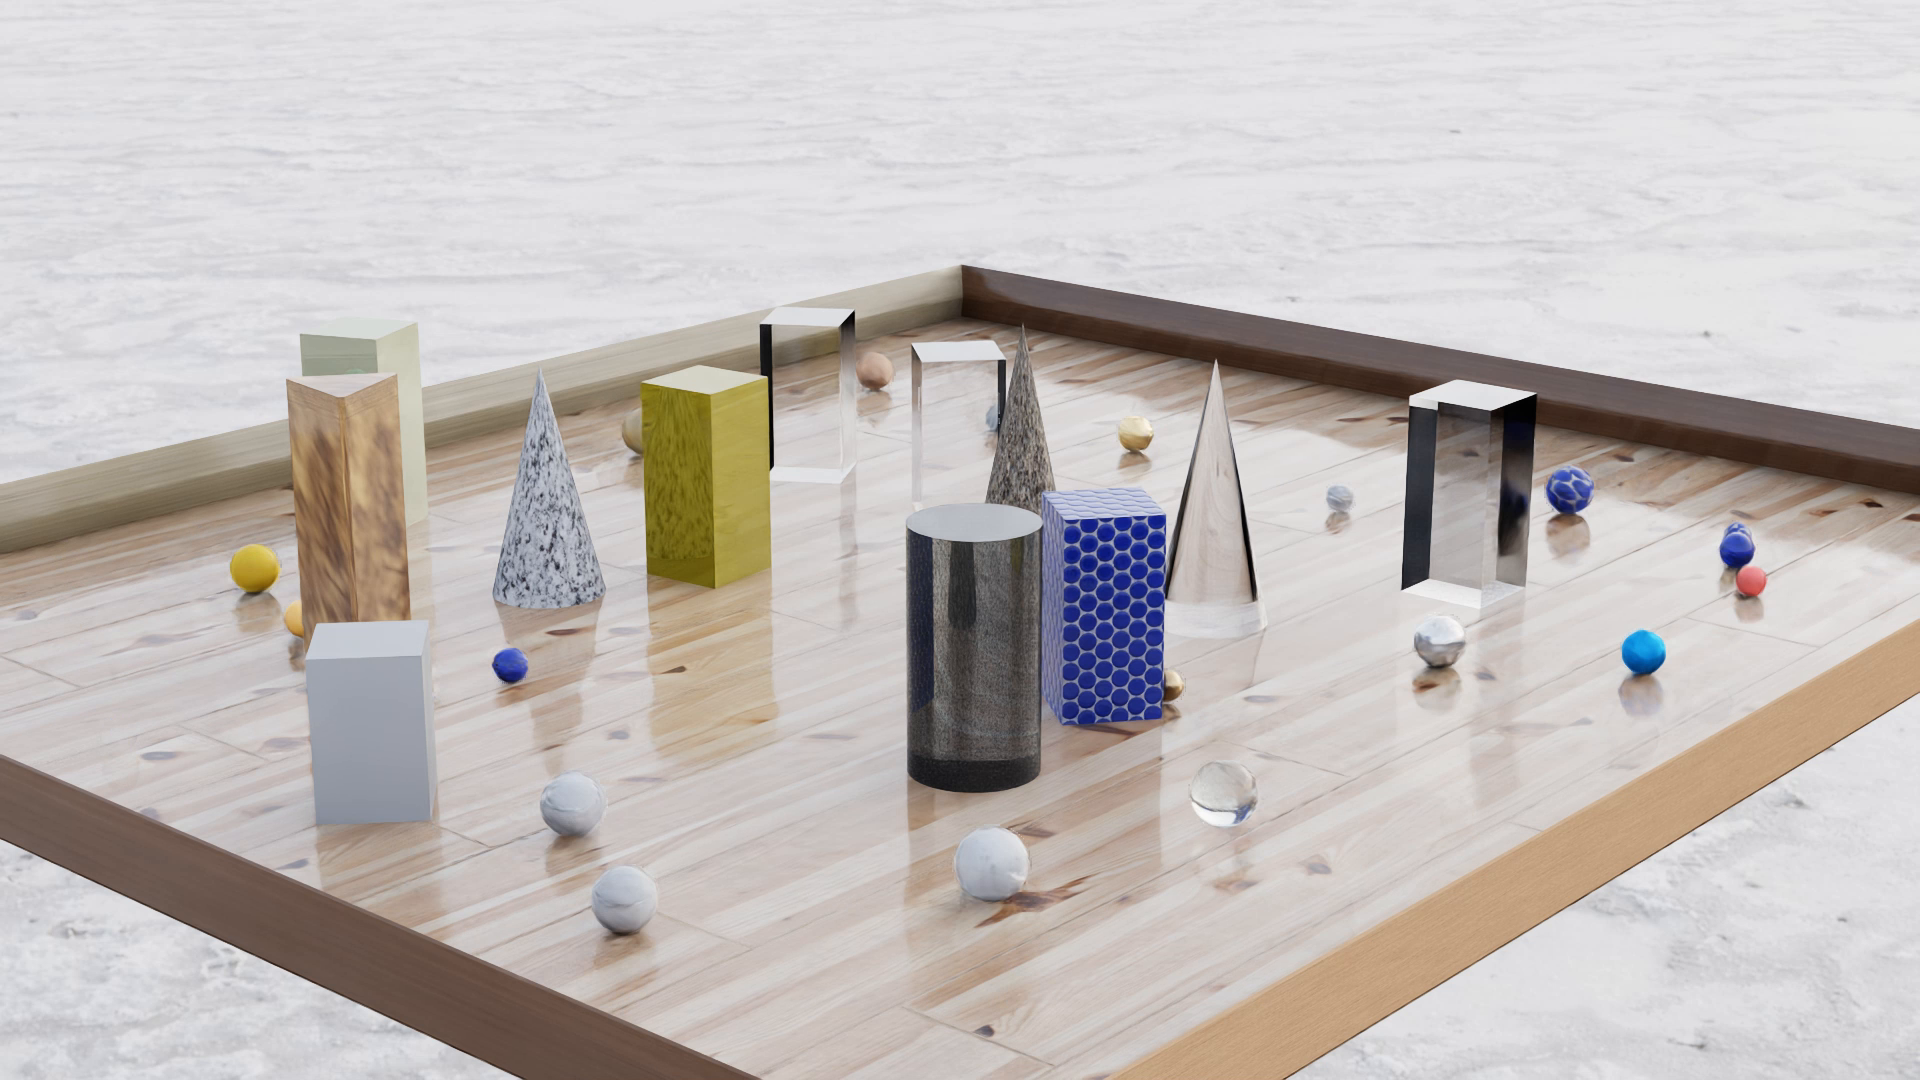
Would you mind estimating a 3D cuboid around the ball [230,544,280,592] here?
[{"bbox_3d":[-1.237,0.049,5.142,0.085,0.085,0.085,0,17,0],"label":"ball"}]

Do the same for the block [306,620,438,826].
[{"bbox_3d":[-0.835,0.258,4.171,0.159,0.246,0.159,-2,17,-6],"label":"block"}]

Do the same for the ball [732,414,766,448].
[{"bbox_3d":[-0.439,-0.227,6.090,0.068,0.068,0.068,0,17,0],"label":"ball"}]

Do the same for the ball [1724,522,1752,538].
[{"bbox_3d":[1.430,-0.007,5.393,0.050,0.050,0.050,0,17,0],"label":"ball"}]

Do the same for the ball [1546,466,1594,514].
[{"bbox_3d":[1.168,-0.096,5.614,0.092,0.092,0.092,0,17,0],"label":"ball"}]

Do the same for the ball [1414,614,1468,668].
[{"bbox_3d":[0.780,0.164,4.761,0.086,0.086,0.086,0,17,0],"label":"ball"}]

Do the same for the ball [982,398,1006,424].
[{"bbox_3d":[0.074,-0.275,6.267,0.058,0.058,0.058,0,17,0],"label":"ball"}]

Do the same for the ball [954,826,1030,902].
[{"bbox_3d":[0.042,0.427,3.864,0.099,0.099,0.099,0,17,0],"label":"ball"}]

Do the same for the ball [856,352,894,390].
[{"bbox_3d":[-0.191,-0.378,6.564,0.083,0.083,0.083,0,17,0],"label":"ball"}]

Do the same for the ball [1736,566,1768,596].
[{"bbox_3d":[1.384,0.072,5.125,0.053,0.053,0.053,0,17,0],"label":"ball"}]

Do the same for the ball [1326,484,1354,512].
[{"bbox_3d":[0.730,-0.082,5.631,0.055,0.055,0.055,0,17,0],"label":"ball"}]

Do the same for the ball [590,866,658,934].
[{"bbox_3d":[-0.432,0.462,3.770,0.086,0.086,0.086,0,17,0],"label":"ball"}]

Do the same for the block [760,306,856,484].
[{"bbox_3d":[-0.302,-0.291,5.868,0.159,0.319,0.159,3,17,9],"label":"block"}]

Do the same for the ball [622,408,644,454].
[{"bbox_3d":[-0.645,-0.224,6.026,0.099,0.099,0.099,0,17,0],"label":"ball"}]

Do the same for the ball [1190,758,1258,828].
[{"bbox_3d":[0.371,0.355,4.110,0.096,0.096,0.096,0,17,0],"label":"ball"}]

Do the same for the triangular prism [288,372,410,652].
[{"bbox_3d":[-0.969,-0.034,4.763,0.149,0.464,0.172,-14,22,-39],"label":"triangular prism"}]

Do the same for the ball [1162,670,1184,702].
[{"bbox_3d":[0.325,0.228,4.597,0.051,0.051,0.051,0,17,0],"label":"ball"}]

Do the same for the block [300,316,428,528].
[{"bbox_3d":[-1.117,-0.214,5.507,0.159,0.379,0.159,5,18,17],"label":"block"}]

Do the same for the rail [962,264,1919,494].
[{"bbox_3d":[1.108,-0.336,6.342,2.969,0.129,0.045,14,22,39],"label":"rail"}]

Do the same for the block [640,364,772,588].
[{"bbox_3d":[-0.451,-0.114,5.223,0.159,0.353,0.159,11,20,33],"label":"block"}]

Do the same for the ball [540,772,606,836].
[{"bbox_3d":[-0.539,0.368,4.077,0.090,0.090,0.090,0,17,0],"label":"ball"}]

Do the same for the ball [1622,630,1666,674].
[{"bbox_3d":[1.103,0.181,4.730,0.071,0.071,0.071,0,17,0],"label":"ball"}]

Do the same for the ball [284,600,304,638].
[{"bbox_3d":[-1.098,0.131,4.907,0.065,0.065,0.065,0,17,0],"label":"ball"}]

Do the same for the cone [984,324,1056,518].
[{"bbox_3d":[0.106,-0.131,5.033,0.198,0.494,0.198,0,17,0],"label":"cone"}]

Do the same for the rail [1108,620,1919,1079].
[{"bbox_3d":[1.103,0.309,4.203,0.045,0.129,3.428,14,22,39],"label":"rail"}]

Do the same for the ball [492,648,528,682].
[{"bbox_3d":[-0.720,0.200,4.693,0.056,0.056,0.056,0,17,0],"label":"ball"}]

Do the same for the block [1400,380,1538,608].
[{"bbox_3d":[0.887,-0.082,5.114,0.159,0.353,0.159,13,21,38],"label":"block"}]

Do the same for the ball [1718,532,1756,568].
[{"bbox_3d":[1.400,0.018,5.283,0.064,0.064,0.064,0,17,0],"label":"ball"}]

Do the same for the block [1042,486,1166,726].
[{"bbox_3d":[0.220,0.101,4.549,0.159,0.329,0.159,-3,17,-10],"label":"block"}]

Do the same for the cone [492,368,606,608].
[{"bbox_3d":[-0.722,-0.106,5.098,0.198,0.408,0.198,0,17,0],"label":"cone"}]

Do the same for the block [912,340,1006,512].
[{"bbox_3d":[-0.003,-0.206,5.587,0.159,0.317,0.159,-2,17,-8],"label":"block"}]

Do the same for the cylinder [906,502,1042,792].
[{"bbox_3d":[0.020,0.156,4.280,0.198,0.380,0.198,0,17,0],"label":"cylinder"}]

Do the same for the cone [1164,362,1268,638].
[{"bbox_3d":[0.425,-0.083,4.935,0.198,0.459,0.198,0,17,0],"label":"cone"}]

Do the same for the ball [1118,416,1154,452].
[{"bbox_3d":[0.362,-0.220,6.053,0.075,0.075,0.075,0,17,0],"label":"ball"}]

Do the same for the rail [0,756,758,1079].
[{"bbox_3d":[-1.108,0.400,3.898,2.969,0.129,0.045,14,22,39],"label":"rail"}]

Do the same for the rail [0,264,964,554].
[{"bbox_3d":[-1.103,-0.244,6.037,0.045,0.129,3.428,14,22,39],"label":"rail"}]
